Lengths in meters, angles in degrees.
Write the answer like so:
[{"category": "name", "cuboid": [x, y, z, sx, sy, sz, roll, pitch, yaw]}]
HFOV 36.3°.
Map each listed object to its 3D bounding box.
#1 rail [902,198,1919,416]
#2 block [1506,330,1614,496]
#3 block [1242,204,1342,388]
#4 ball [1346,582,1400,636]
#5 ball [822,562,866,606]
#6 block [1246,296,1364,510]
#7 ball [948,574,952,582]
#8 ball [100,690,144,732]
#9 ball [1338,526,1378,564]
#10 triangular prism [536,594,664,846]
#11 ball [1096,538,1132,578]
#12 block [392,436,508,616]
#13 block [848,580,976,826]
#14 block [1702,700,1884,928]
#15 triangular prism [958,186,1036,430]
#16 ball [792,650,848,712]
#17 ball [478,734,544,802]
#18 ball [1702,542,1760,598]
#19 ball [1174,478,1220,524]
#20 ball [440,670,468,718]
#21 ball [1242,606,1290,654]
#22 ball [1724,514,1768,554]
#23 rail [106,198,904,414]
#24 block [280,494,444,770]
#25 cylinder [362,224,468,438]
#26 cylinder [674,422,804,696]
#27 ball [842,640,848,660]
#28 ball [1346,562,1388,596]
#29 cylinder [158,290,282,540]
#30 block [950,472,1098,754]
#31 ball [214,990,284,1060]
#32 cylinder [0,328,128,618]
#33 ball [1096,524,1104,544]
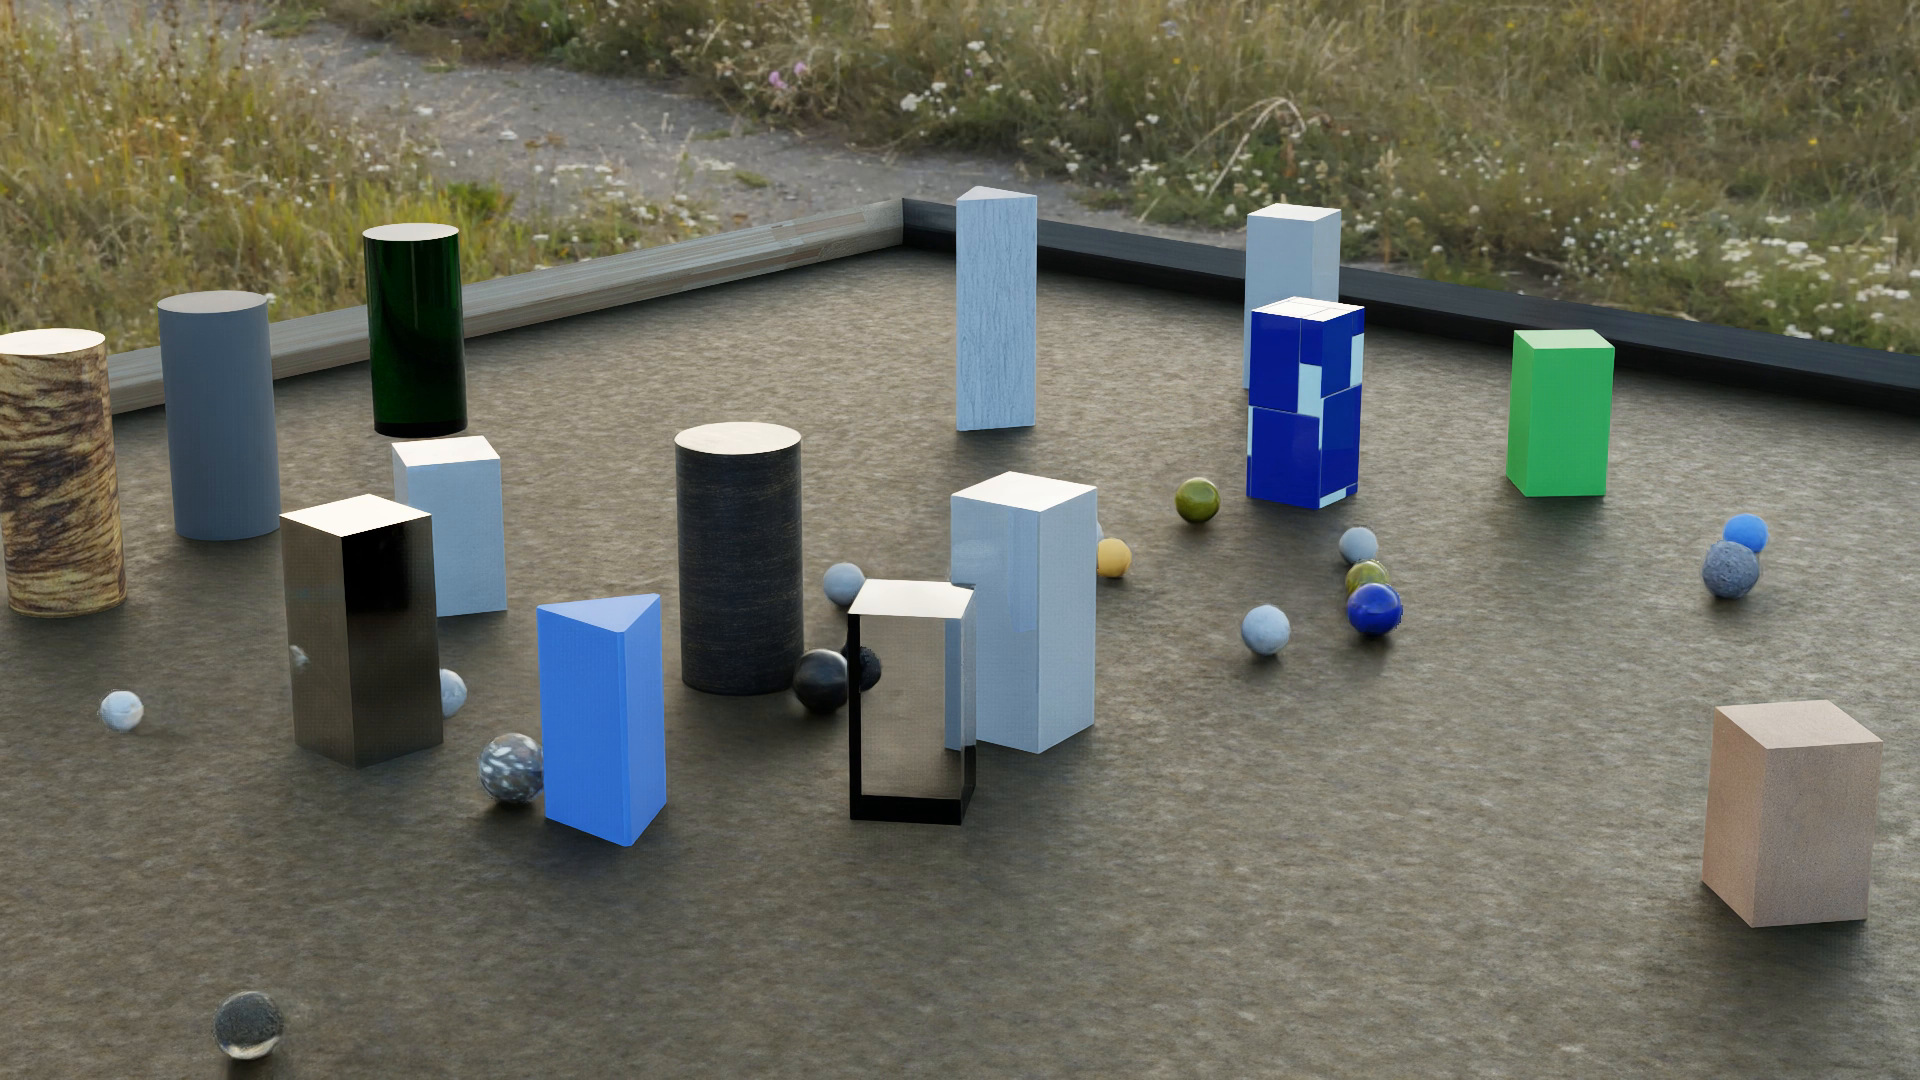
[{"category": "rail", "cuboid": [1.501, -0.466, 6.775, 4.444, 0.129, 0.045, 14, 22, 39]}, {"category": "block", "cuboid": [1.180, -0.251, 5.772, 0.158, 0.296, 0.158, -1, 17, -3]}, {"category": "block", "cuboid": [0.742, -0.539, 6.560, 0.158, 0.393, 0.158, 9, 19, 28]}, {"category": "ball", "cuboid": [0.693, 0.116, 4.911, 0.090, 0.090, 0.090, 0, 17, 0]}, {"category": "ball", "cuboid": [-0.201, 0.076, 5.073, 0.075, 0.075, 0.075, 0, 17, 0]}, {"category": "block", "cuboid": [0.671, -0.268, 5.699, 0.158, 0.371, 0.158, 12, 21, 35]}, {"category": "ball", "cuboid": [0.027, 0.072, 5.047, 0.097, 0.097, 0.097, 0, 17, 0]}, {"category": "ball", "cuboid": [-1.280, 0.261, 4.477, 0.063, 0.063, 0.063, 0, 17, 0]}, {"category": "ball", "cuboid": [0.719, 0.011, 5.299, 0.069, 0.069, 0.069, 0, 17, 0]}, {"category": "triangular prism", "cuboid": [-0.473, 0.241, 4.111, 0.172, 0.312, 0.149, 14, 22, 39]}, {"category": "ball", "cuboid": [0.271, 0.032, 5.227, 0.070, 0.070, 0.070, 0, 17, 0]}, {"category": "block", "cuboid": [-0.881, -0.023, 5.062, 0.158, 0.271, 0.158, -6, 18, -19]}, {"category": "block", "cuboid": [-0.066, 0.229, 4.163, 0.158, 0.307, 0.158, 2, 17, 8]}, {"category": "block", "cuboid": [1.088, 0.357, 3.842, 0.158, 0.247, 0.158, -3, 17, -10]}, {"category": "triangular prism", "cuboid": [0.058, -0.497, 6.246, 0.172, 0.494, 0.149, -5, 17, -15]}, {"category": "ball", "cuboid": [-0.212, 0.218, 4.560, 0.097, 0.097, 0.097, 0, 17, 0]}, {"category": "ball", "cuboid": [-0.639, 0.326, 4.198, 0.099, 0.099, 0.099, 0, 17, 0]}, {"category": "ball", "cuboid": [1.343, 0.052, 5.111, 0.098, 0.098, 0.098, 0, 17, 0]}, {"category": "ball", "cuboid": [0.450, -0.074, 5.550, 0.087, 0.087, 0.087, 0, 17, 0]}, {"category": "ball", "cuboid": [-0.800, 0.238, 4.533, 0.076, 0.076, 0.076, 0, 17, 0]}, {"category": "ball", "cuboid": [0.503, 0.148, 4.821, 0.081, 0.081, 0.081, 0, 17, 0]}, {"category": "ball", "cuboid": [1.435, -0.010, 5.350, 0.078, 0.078, 0.078, 0, 17, 0]}, {"category": "rail", "cuboid": [-1.660, -0.384, 6.500, 0.045, 0.129, 4.626, 14, 22, 39]}, {"category": "block", "cuboid": [-0.893, 0.135, 4.381, 0.158, 0.360, 0.158, 16, 23, 42]}, {"category": "cylinder", "cuboid": [-1.149, -0.444, 6.196, 0.198, 0.421, 0.198, 0, 17, 0]}, {"category": "cylinder", "cuboid": [-0.350, 0.029, 4.670, 0.198, 0.397, 0.198, 0, 17, 0]}, {"category": "ball", "cuboid": [-0.152, 0.185, 4.707, 0.076, 0.076, 0.076, 0, 17, 0]}, {"category": "ball", "cuboid": [0.705, 0.074, 5.077, 0.075, 0.075, 0.075, 0, 17, 0]}, {"category": "cylinder", "cuboid": [-1.382, -0.234, 5.482, 0.198, 0.431, 0.198, 0, 17, 0]}, {"category": "block", "cuboid": [0.097, 0.108, 4.441, 0.158, 0.378, 0.158, 11, 20, 33]}, {"category": "ball", "cuboid": [-0.832, 0.568, 3.431, 0.080, 0.080, 0.080, 0, 17, 0]}, {"category": "cylinder", "cuboid": [-1.553, -0.116, 5.040, 0.198, 0.461, 0.198, 0, 17, 0]}, {"category": "ball", "cuboid": [0.210, -0.003, 5.292, 0.099, 0.099, 0.099, 0, 17, 0]}]
